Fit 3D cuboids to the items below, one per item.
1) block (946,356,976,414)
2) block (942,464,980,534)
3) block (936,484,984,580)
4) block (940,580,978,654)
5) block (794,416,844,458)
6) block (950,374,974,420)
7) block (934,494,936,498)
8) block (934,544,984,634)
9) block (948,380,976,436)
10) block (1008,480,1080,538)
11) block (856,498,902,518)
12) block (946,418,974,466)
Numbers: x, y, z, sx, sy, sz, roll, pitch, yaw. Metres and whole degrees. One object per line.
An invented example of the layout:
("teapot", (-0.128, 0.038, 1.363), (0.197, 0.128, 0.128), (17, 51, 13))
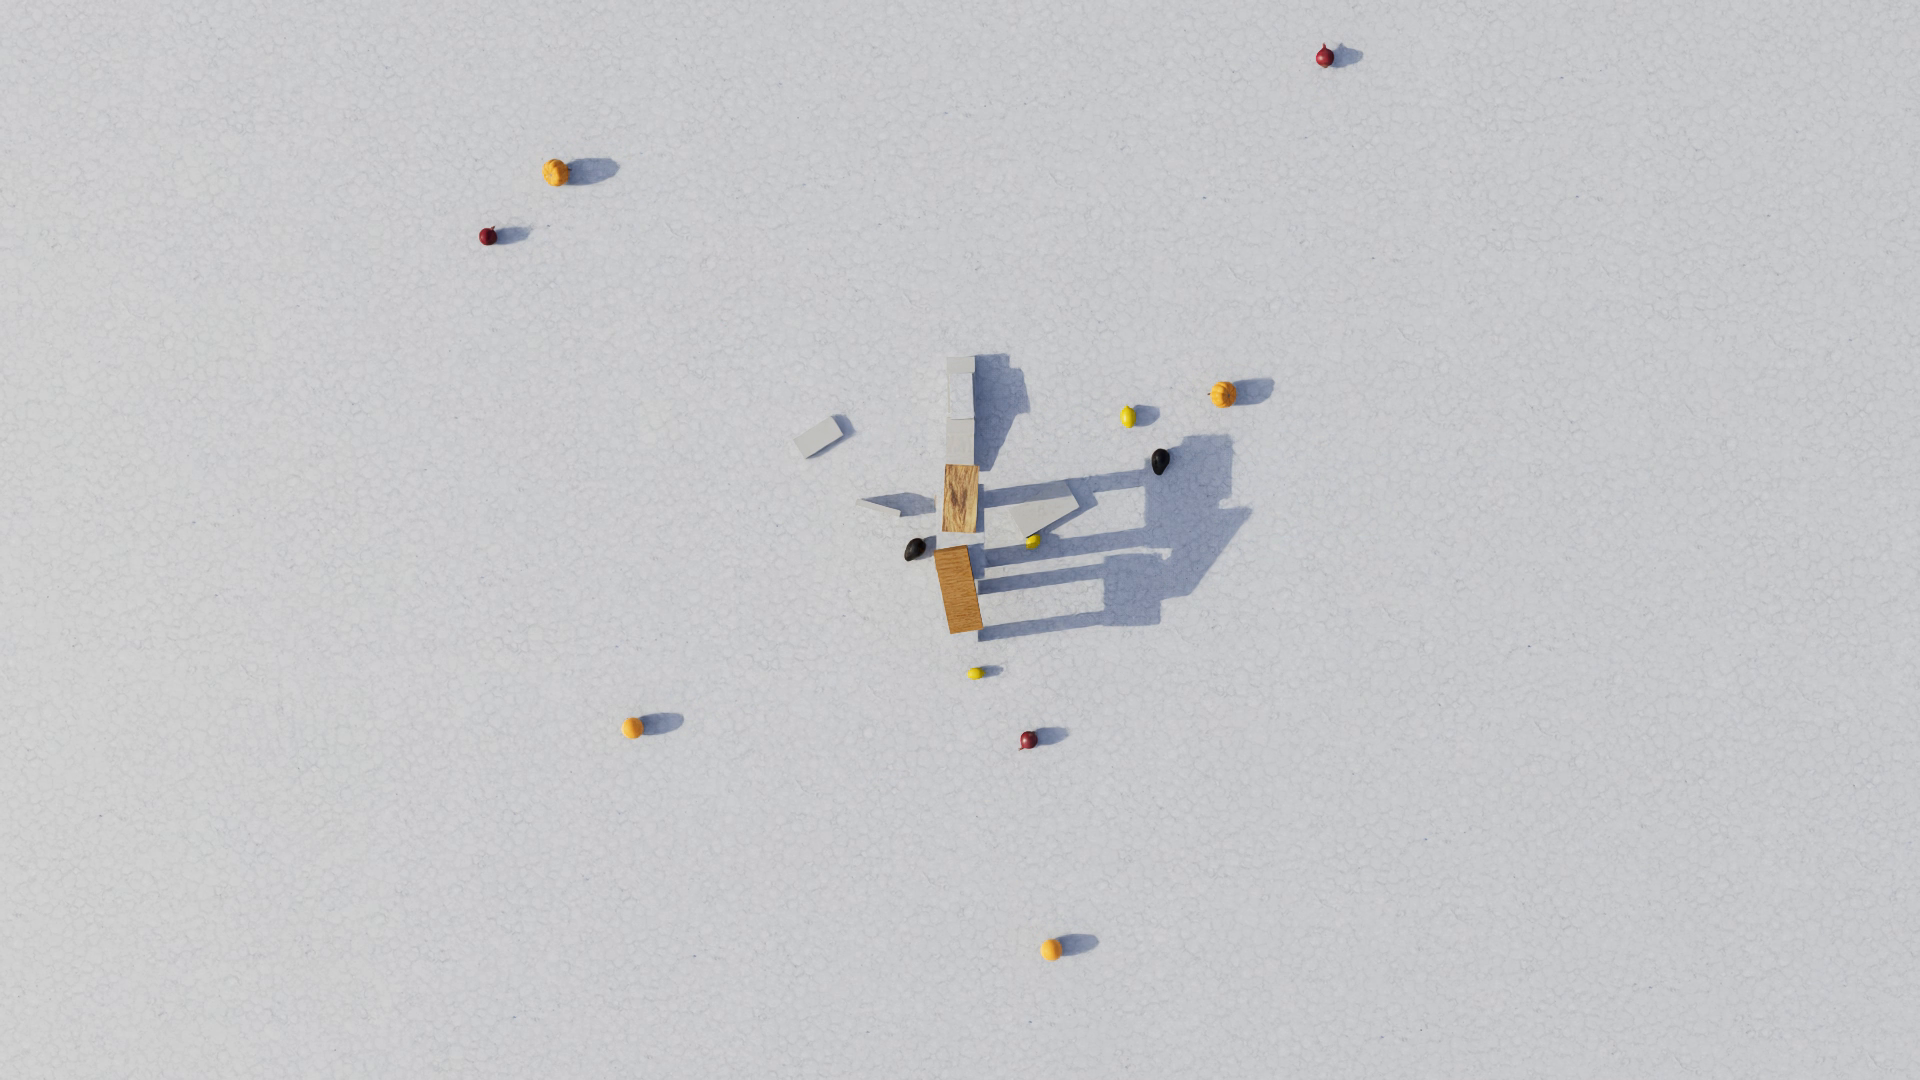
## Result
("block", (0.004, -0.513, 5.461), (0.092, 0.026, 0.184), (-1, 90, 0))
("block", (0.002, -0.129, 5.144), (0.105, 0.030, 0.211), (3, 90, 0))
("block", (0.002, -0.026, 5.180), (0.149, 0.042, 0.299), (0, 90, 0))
("block", (-0.001, 0.246, 5.249), (0.117, 0.033, 0.234), (0, 90, 0))
("block", (-0.472, -0.341, 5.489), (0.150, 0.021, 0.075), (-32, 90, 0))
("block", (0.005, -0.472, 5.431), (0.075, 0.021, 0.150), (-2, 86, 0))
("block", (-0.004, -0.123, 5.351), (0.149, 0.299, 0.042), (-1, 90, 0))
("block", (-0.005, 0.156, 5.157), (0.105, 0.030, 0.285), (-9, 114, 4))
("block", (0.004, -0.442, 5.487), (0.092, 0.026, 0.184), (0, 90, 0))
("block", (0.279, -0.104, 5.485), (0.211, 0.030, 0.105), (-30, 90, 0))
("block", (-0.270, -0.106, 5.462), (0.150, 0.075, 0.021), (16, 90, 0))
("block", (0.000, -0.314, 5.468), (0.092, 0.026, 0.184), (1, 102, 0))
